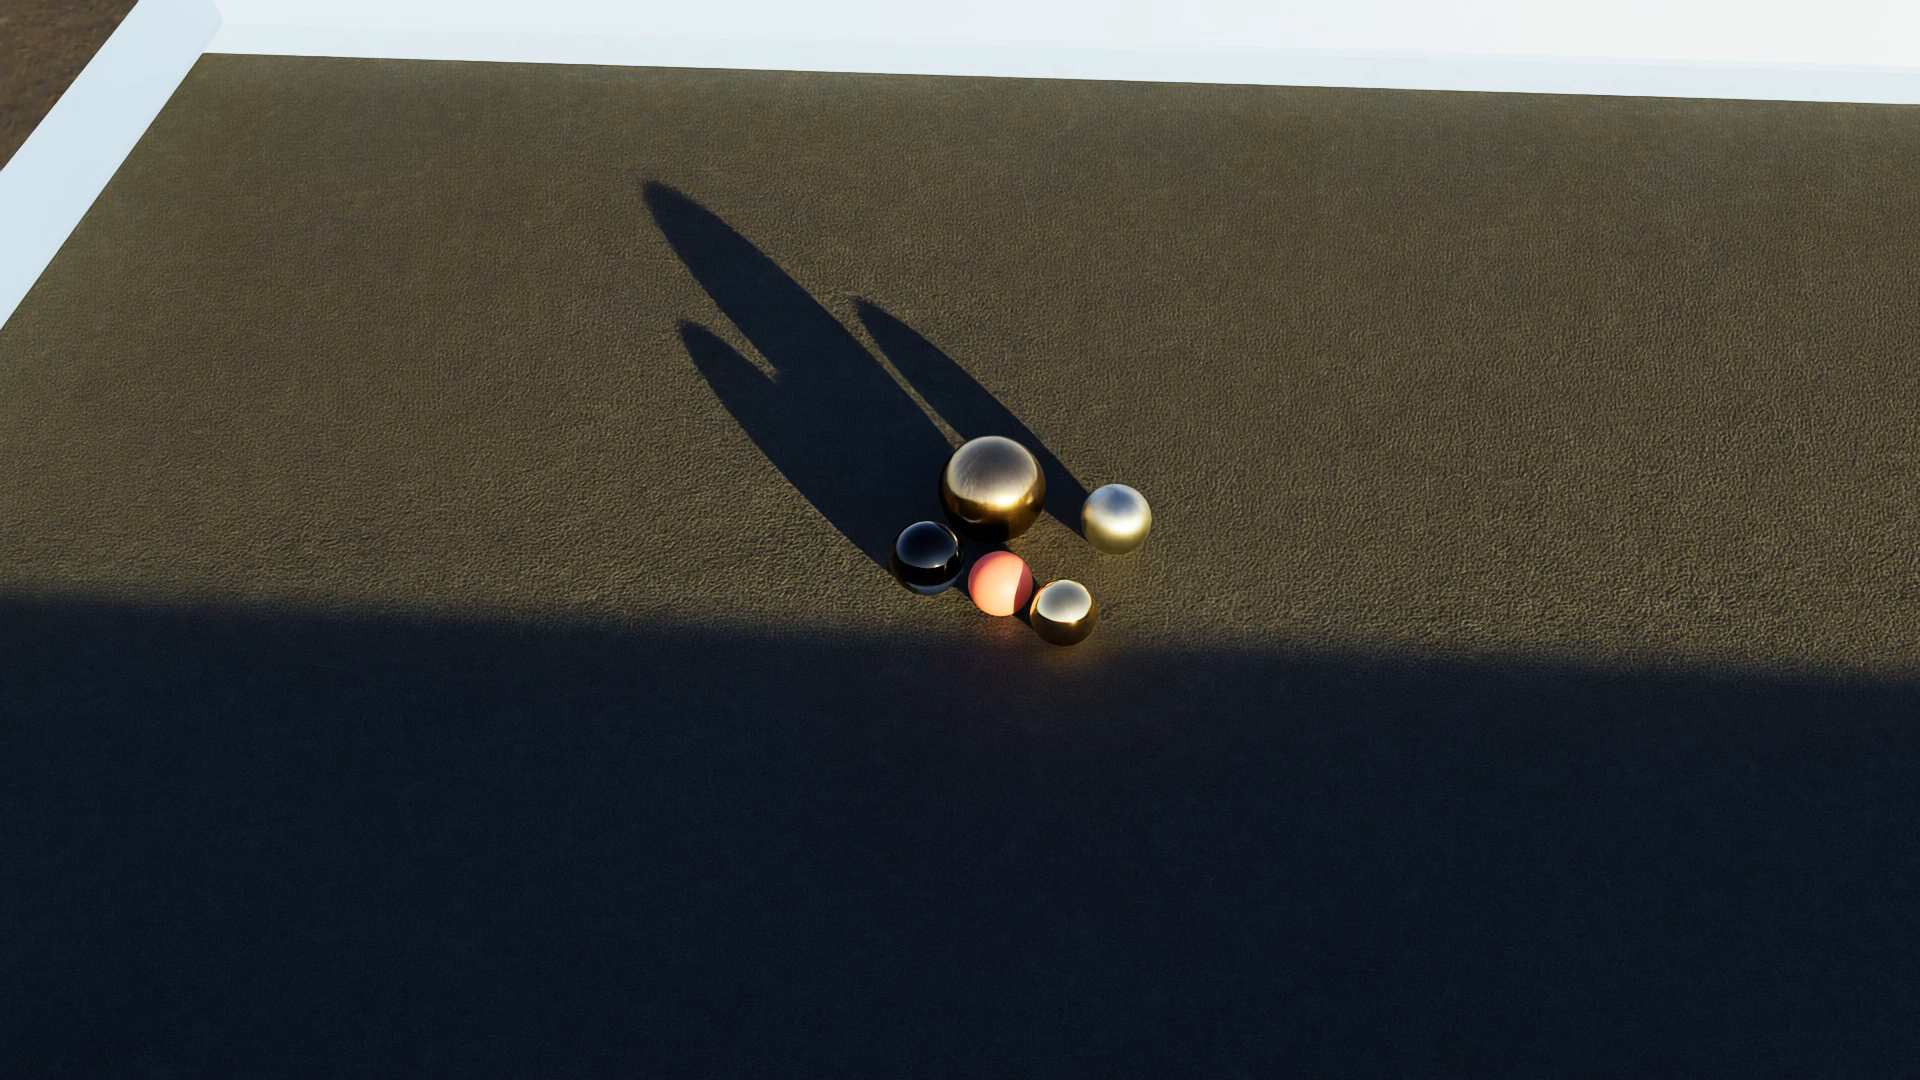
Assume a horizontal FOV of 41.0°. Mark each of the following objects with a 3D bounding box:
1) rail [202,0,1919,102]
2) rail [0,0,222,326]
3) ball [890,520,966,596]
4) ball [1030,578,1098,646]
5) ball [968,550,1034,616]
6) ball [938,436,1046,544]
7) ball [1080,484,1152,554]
[{"bbox_3d":[0.865,-0.450,2.399,3.245,0.109,0.045,2,36,3],"label":"rail"},{"bbox_3d":[-0.786,-0.055,1.843,0.045,0.109,1.638,2,36,3],"label":"rail"},{"bbox_3d":[-0.023,0.013,1.798,0.053,0.053,0.053,0,35,0],"label":"ball"},{"bbox_3d":[0.071,0.050,1.752,0.047,0.047,0.047,0,35,0],"label":"ball"},{"bbox_3d":[0.028,0.030,1.780,0.045,0.045,0.045,0,35,0],"label":"ball"},{"bbox_3d":[0.023,-0.037,1.846,0.078,0.078,0.078,0,35,0],"label":"ball"},{"bbox_3d":[0.112,-0.015,1.838,0.051,0.051,0.051,0,35,0],"label":"ball"}]
